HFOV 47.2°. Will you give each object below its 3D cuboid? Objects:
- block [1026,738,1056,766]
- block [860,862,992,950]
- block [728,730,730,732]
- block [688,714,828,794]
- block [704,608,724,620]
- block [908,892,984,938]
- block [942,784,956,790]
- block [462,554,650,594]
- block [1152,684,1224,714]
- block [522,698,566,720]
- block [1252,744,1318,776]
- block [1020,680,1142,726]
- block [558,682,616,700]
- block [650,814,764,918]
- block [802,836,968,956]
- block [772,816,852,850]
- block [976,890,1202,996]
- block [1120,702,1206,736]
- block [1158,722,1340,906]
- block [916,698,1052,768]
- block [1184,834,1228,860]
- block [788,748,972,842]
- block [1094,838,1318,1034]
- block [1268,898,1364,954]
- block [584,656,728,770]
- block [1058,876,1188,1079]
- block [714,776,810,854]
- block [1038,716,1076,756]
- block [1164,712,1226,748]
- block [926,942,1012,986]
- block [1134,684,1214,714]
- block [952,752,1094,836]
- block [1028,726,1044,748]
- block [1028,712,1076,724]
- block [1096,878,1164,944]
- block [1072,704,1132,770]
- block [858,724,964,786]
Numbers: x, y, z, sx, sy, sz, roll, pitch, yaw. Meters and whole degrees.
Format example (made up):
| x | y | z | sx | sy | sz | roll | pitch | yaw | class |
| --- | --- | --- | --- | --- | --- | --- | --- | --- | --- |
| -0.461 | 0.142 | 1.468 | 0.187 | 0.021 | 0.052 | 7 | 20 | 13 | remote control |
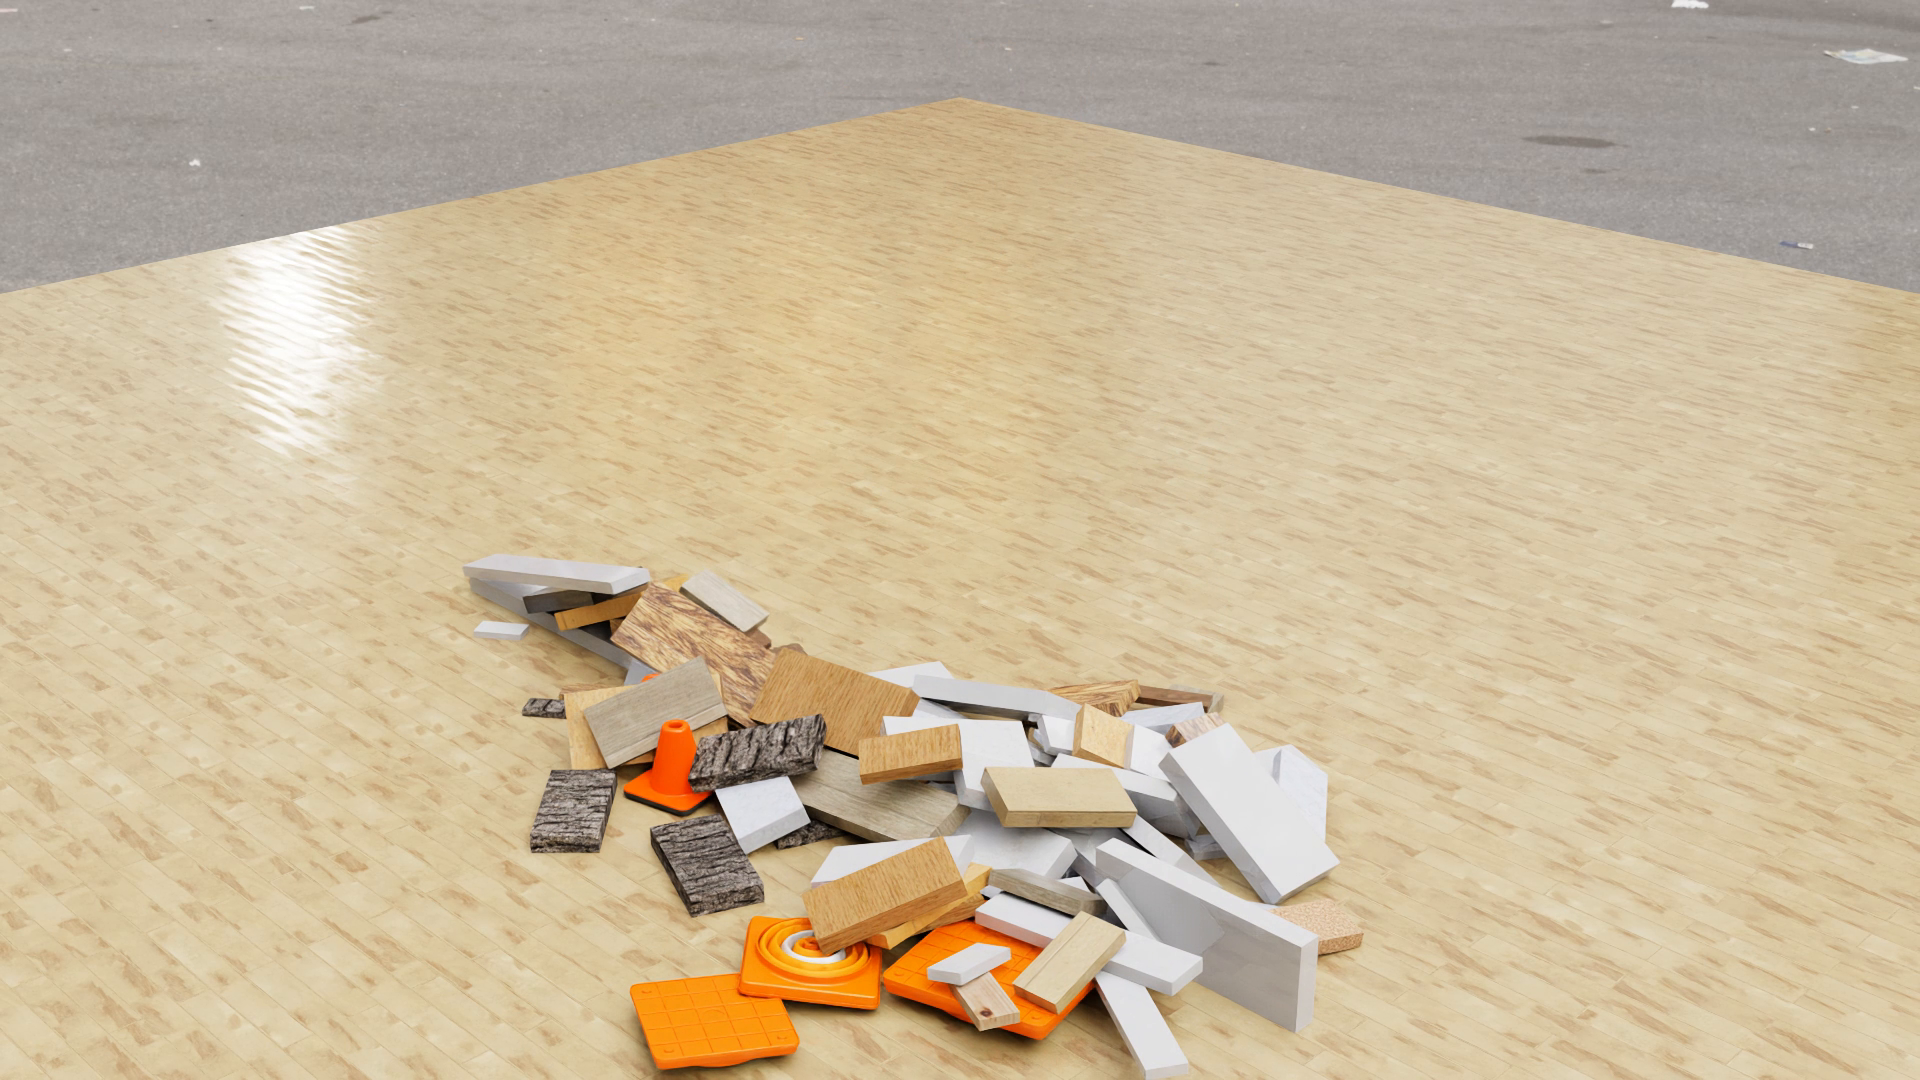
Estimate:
| x | y | z | sx | sy | sz | roll | pitch | yaw | class |
| --- | --- | --- | --- | --- | --- | --- | --- | --- | --- |
| 0.146 | 0.430 | 4.548 | 0.065 | 0.018 | 0.232 | 23 | 0 | -22 | block |
| -0.066 | 0.657 | 3.983 | 0.270 | 0.028 | 0.099 | -27 | 21 | -38 | block |
| -0.537 | 0.401 | 4.754 | 0.064 | 0.018 | 0.129 | 24 | 10 | -31 | block |
| -0.409 | 0.432 | 4.452 | 0.268 | 0.038 | 0.134 | -12 | 32 | 14 | block |
| -0.599 | 0.258 | 4.785 | 0.064 | 0.235 | 0.018 | 23 | -16 | 13 | block |
| -0.059 | 0.677 | 4.011 | 0.198 | 0.028 | 0.099 | -16 | 17 | -10 | block |
| -0.006 | 0.531 | 4.344 | 0.193 | 0.027 | 0.096 | -4 | 61 | 29 | block |
| -0.961 | 0.077 | 5.176 | 0.099 | 0.028 | 0.739 | -22 | 16 | -36 | block |
| 0.477 | 0.389 | 4.800 | 0.121 | 0.034 | 0.242 | 11 | 25 | 24 | block |
| -0.778 | 0.380 | 4.845 | 0.369 | 0.016 | 0.058 | 3 | 23 | 8 | block |
| 0.592 | 0.490 | 4.567 | 0.289 | 0.031 | 0.111 | -10 | 25 | -22 | block |
| 0.260 | 0.354 | 4.793 | 0.242 | 0.034 | 0.121 | -8 | 17 | 28 | block |
| -0.834 | 0.343 | 4.931 | 0.116 | 0.016 | 0.058 | 3 | 23 | 7 | block |
| -0.489 | 0.624 | 4.238 | 0.143 | 0.040 | 0.285 | -9 | 25 | -21 | block |
| -0.136 | 0.633 | 3.926 | 0.276 | 0.039 | 0.138 | -22 | 30 | -5 | block |
| -0.262 | 0.566 | 4.398 | 0.246 | 0.023 | 0.082 | -10 | 25 | -22 | block |
| 0.222 | 0.702 | 3.862 | 0.419 | 0.027 | 0.096 | 14 | 26 | 36 | block |
| 0.374 | 0.396 | 4.646 | 0.260 | 0.037 | 0.130 | -10 | 10 | 28 | block |
| 0.554 | 0.526 | 4.226 | 0.174 | 0.049 | 0.348 | -20 | 63 | -39 | block |
| 0.038 | 0.419 | 4.607 | 0.395 | 0.047 | 0.166 | 23 | 0 | 43 | block |
| 0.516 | 0.600 | 4.324 | 0.136 | 0.018 | 0.062 | -5 | 23 | -11 | block |
| -0.203 | 0.508 | 4.348 | 0.511 | 0.039 | 0.138 | 13 | 49 | 45 | block |
| 0.428 | 0.696 | 3.899 | 0.460 | 0.174 | 0.049 | 21 | 31 | 40 | block |
| 0.610 | 0.713 | 4.001 | 0.222 | 0.031 | 0.111 | -5 | 28 | -26 | block |
| -0.630 | 0.358 | 4.562 | 0.268 | 0.134 | 0.038 | -25 | -6 | -3 | block |
| 0.261 | 0.747 | 3.810 | 0.072 | 0.021 | 0.622 | -7 | 21 | -12 | block |
| -0.409 | 0.509 | 4.409 | 0.143 | 0.040 | 0.285 | -26 | 31 | -8 | block |
| 0.240 | 0.407 | 4.456 | 0.164 | 0.023 | 0.082 | 13 | 40 | -26 | block |
| 0.544 | 0.470 | 4.419 | 0.135 | 0.038 | 0.269 | -11 | 52 | -42 | block |
| 0.016 | 0.733 | 3.803 | 0.072 | 0.021 | 0.145 | 1 | 10 | 37 | block |
| 0.462 | 0.348 | 4.831 | 0.178 | 0.016 | 0.056 | 7 | 24 | 16 | block |
| 0.123 | 0.488 | 4.248 | 0.269 | 0.038 | 0.135 | 15 | 23 | -15 | block |
| 0.239 | 0.431 | 4.556 | 0.096 | 0.027 | 0.193 | 1 | 15 | -38 | block |
| 0.205 | 0.381 | 4.587 | 0.113 | 0.016 | 0.056 | 7 | -11 | 24 | block |
| 0.319 | 0.689 | 3.908 | 0.193 | 0.027 | 0.096 | 51 | 2 | 19 | block |
| 0.353 | 0.439 | 4.457 | 0.260 | 0.037 | 0.130 | 26 | 37 | -12 | block |
| -0.095 | 0.413 | 4.244 | 0.197 | 0.028 | 0.099 | -10 | 37 | 4 | block |
